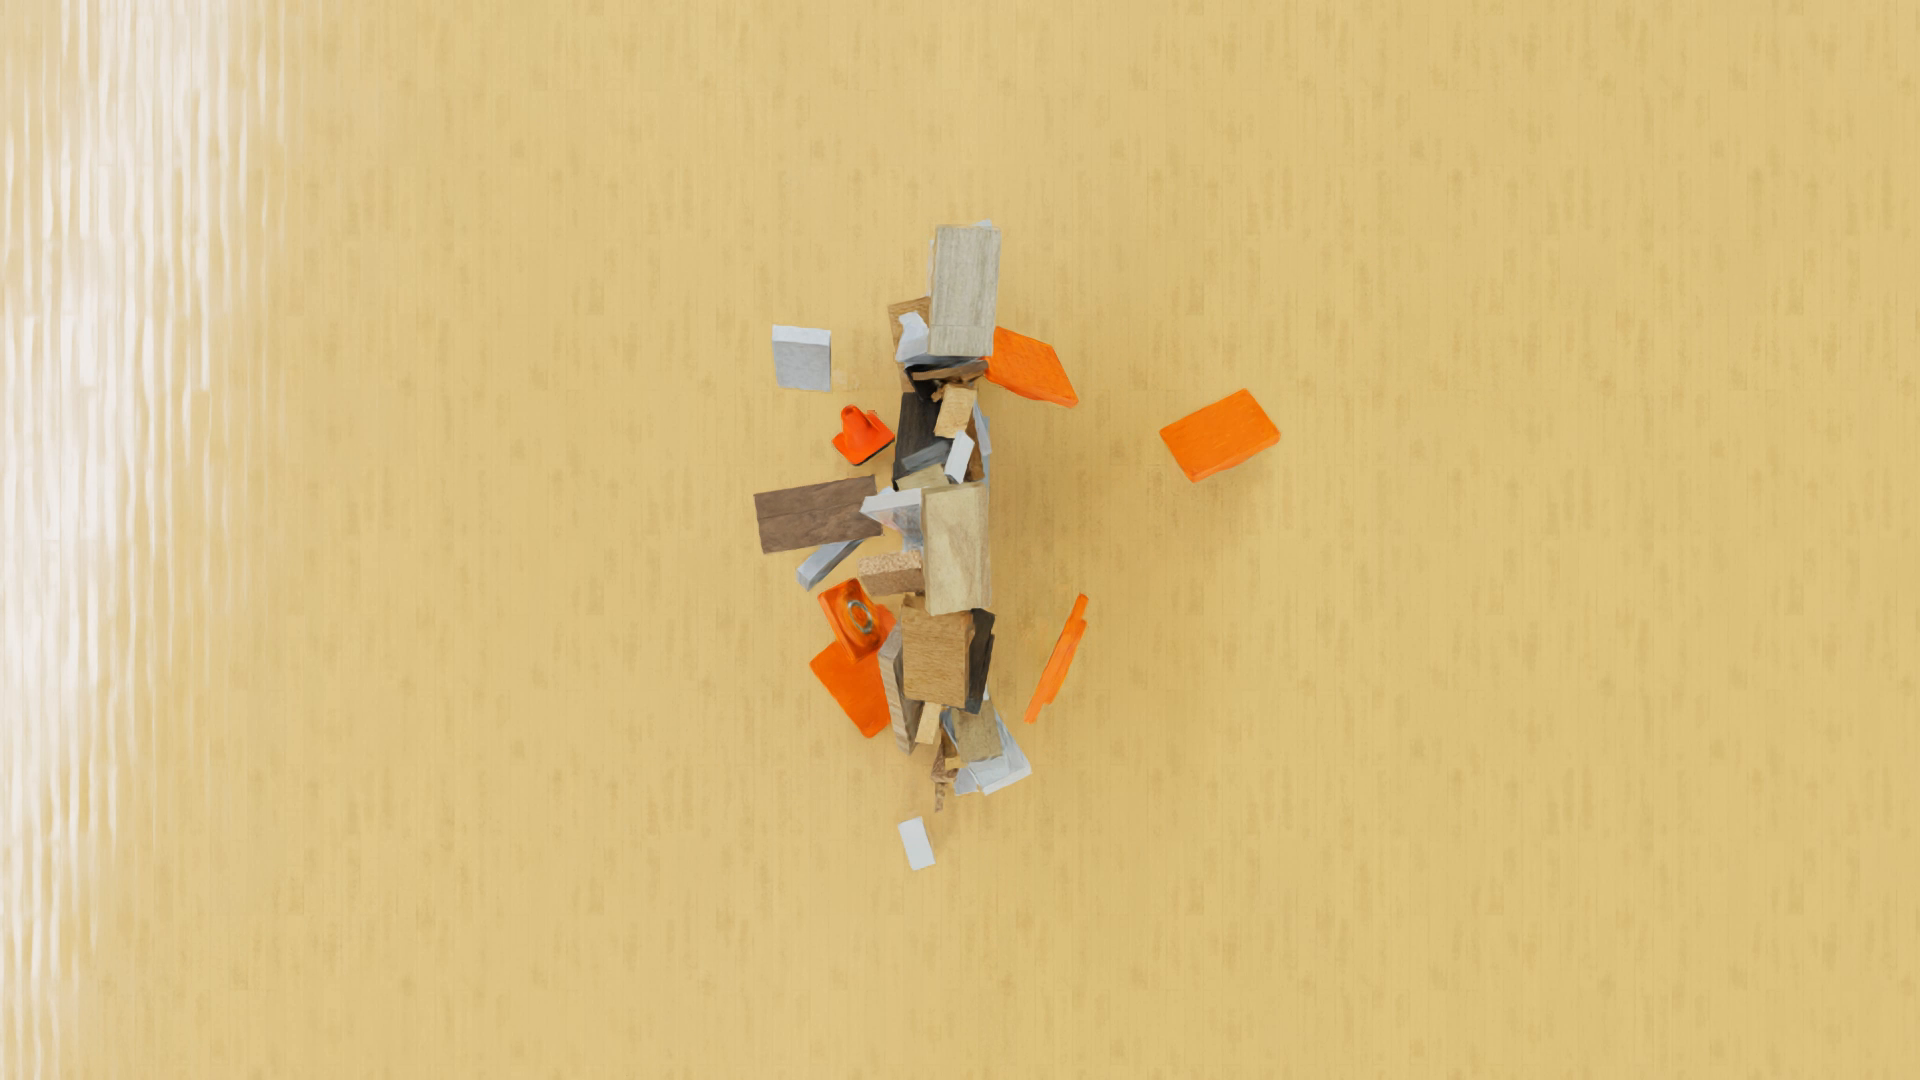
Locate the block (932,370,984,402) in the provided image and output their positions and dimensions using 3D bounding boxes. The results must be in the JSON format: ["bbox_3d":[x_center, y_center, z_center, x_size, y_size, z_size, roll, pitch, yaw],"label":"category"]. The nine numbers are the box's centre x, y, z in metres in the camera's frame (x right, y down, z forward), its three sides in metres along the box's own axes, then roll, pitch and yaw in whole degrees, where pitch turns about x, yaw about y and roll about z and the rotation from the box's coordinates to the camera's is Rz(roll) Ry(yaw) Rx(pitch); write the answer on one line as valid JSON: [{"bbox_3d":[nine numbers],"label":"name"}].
[{"bbox_3d":[-0.007,-0.431,4.575,0.080,0.160,0.023,-26,88,-35],"label":"block"}]

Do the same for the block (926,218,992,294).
[{"bbox_3d":[-0.004,-0.770,4.583,0.165,0.681,0.047,-21,90,-2],"label":"block"}]

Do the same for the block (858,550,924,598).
[{"bbox_3d":[-0.175,0.093,4.405,0.160,0.481,0.045,-8,81,0],"label":"block"}]

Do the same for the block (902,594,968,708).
[{"bbox_3d":[-0.064,0.296,4.345,0.167,0.047,0.333,9,131,11],"label":"block"}]

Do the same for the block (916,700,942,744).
[{"bbox_3d":[-0.077,0.451,4.812,0.049,0.343,0.171,14,105,-1],"label":"block"}]

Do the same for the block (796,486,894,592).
[{"bbox_3d":[-0.317,-0.003,4.676,0.352,0.164,0.047,-43,84,-13],"label":"block"}]

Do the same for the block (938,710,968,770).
[{"bbox_3d":[0.018,0.611,5.346,0.163,0.327,0.046,-7,123,-2],"label":"block"}]

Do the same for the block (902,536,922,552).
[{"bbox_3d":[-0.109,-0.020,4.764,0.104,0.029,0.208,-14,48,24],"label":"block"}]

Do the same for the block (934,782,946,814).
[{"bbox_3d":[-0.064,0.813,5.389,0.023,0.159,0.080,2,46,-6],"label":"block"}]

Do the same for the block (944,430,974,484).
[{"bbox_3d":[-0.002,-0.216,4.319,0.018,0.064,0.128,3,66,34],"label":"block"}]

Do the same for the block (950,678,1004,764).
[{"bbox_3d":[0.043,0.554,5.126,0.132,0.037,0.264,-12,67,-1],"label":"block"}]

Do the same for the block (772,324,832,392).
[{"bbox_3d":[-0.482,-0.554,5.061,0.170,0.396,0.048,5,75,-2],"label":"block"}]

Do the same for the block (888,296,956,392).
[{"bbox_3d":[-0.098,-0.536,4.789,0.170,0.048,0.339,-12,74,6],"label":"block"}]

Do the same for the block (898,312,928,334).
[{"bbox_3d":[-0.126,-0.610,4.741,0.057,0.016,0.113,-18,55,-22],"label":"block"}]

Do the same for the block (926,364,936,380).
[{"bbox_3d":[-0.091,-0.500,4.720,0.057,0.016,0.113,-32,47,0],"label":"block"}]

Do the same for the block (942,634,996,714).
[{"bbox_3d":[-0.006,0.355,4.661,0.171,0.343,0.049,15,120,-1],"label":"block"}]

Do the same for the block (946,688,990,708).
[{"bbox_3d":[0.001,0.376,5.102,0.132,0.037,0.264,-10,93,2],"label":"block"}]

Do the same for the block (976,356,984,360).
[{"bbox_3d":[-0.009,-0.587,5.343,0.151,0.302,0.043,0,90,5],"label":"block"}]

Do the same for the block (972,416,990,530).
[{"bbox_3d":[0.004,-0.205,5.122,0.176,0.050,0.352,0,90,0],"label":"block"}]

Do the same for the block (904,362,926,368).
[{"bbox_3d":[-0.134,-0.525,4.734,0.057,0.016,0.113,-21,51,10],"label":"block"}]

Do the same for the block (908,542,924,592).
[{"bbox_3d":[-0.068,0.104,4.663,0.104,0.029,0.208,-12,107,9],"label":"block"}]

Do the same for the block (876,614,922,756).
[{"bbox_3d":[-0.156,0.446,5.044,0.049,0.921,0.171,26,70,13],"label":"block"}]

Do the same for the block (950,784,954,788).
[{"bbox_3d":[0.001,0.775,5.433,0.073,0.147,0.021,-1,57,0],"label":"block"}]

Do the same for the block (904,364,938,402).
[{"bbox_3d":[-0.107,-0.445,4.654,0.057,0.016,0.113,-21,68,-20],"label":"block"}]

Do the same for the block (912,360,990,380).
[{"bbox_3d":[-0.030,-0.458,4.461,0.080,0.406,0.023,-17,99,-18],"label":"block"}]

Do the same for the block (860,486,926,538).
[{"bbox_3d":[-0.112,-0.070,4.262,0.160,0.320,0.045,27,73,-27],"label":"block"}]

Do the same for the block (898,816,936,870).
[{"bbox_3d":[-0.142,0.997,5.426,0.080,0.023,0.159,-18,87,6],"label":"block"}]

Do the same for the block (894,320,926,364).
[{"bbox_3d":[-0.141,-0.560,4.681,0.057,0.016,0.113,14,100,-23],"label":"block"}]

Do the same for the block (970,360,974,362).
[{"bbox_3d":[-0.029,-0.689,5.171,0.151,0.043,0.302,2,90,4],"label":"block"}]

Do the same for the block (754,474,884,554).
[{"bbox_3d":[-0.381,-0.069,4.470,0.329,0.047,0.164,-9,88,1],"label":"block"}]

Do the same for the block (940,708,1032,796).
[{"bbox_3d":[0.077,0.637,5.169,0.163,0.046,0.327,-24,48,-12],"label":"block"}]

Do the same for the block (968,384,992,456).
[{"bbox_3d":[-0.018,-0.354,4.932,0.170,0.339,0.048,-12,59,6],"label":"block"}]

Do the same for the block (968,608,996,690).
[{"bbox_3d":[-0.016,0.292,4.635,0.167,0.408,0.047,22,117,1],"label":"block"}]

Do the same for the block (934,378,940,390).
[{"bbox_3d":[-0.087,-0.454,4.705,0.057,0.016,0.113,-11,46,5],"label":"block"}]

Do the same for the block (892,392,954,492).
[{"bbox_3d":[-0.091,-0.278,4.605,0.164,0.047,0.329,-2,52,8],"label":"block"}]

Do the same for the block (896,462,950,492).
[{"bbox_3d":[-0.098,-0.151,4.358,0.128,0.018,0.064,-22,105,6],"label":"block"}]

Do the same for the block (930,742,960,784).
[{"bbox_3d":[-0.035,0.698,5.291,0.080,0.210,0.023,0,125,14],"label":"block"}]

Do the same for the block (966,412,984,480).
[{"bbox_3d":[-0.024,-0.280,4.950,0.159,0.319,0.045,-10,57,2],"label":"block"}]

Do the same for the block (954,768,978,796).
[{"bbox_3d":[0.007,0.746,5.329,0.073,0.021,0.147,-12,72,-3],"label":"block"}]

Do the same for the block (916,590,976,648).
[{"bbox_3d":[-0.049,0.213,4.503,0.167,0.333,0.047,22,95,-4],"label":"block"}]

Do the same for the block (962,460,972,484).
[{"bbox_3d":[-0.032,-0.091,5.020,0.159,0.045,0.417,-5,128,4],"label":"block"}]

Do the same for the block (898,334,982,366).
[{"bbox_3d":[-0.044,-0.522,4.519,0.165,0.330,0.047,2,89,-18],"label":"block"}]

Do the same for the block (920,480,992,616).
[{"bbox_3d":[-0.010,0.021,4.110,0.160,0.045,0.320,-9,111,-18],"label":"block"}]

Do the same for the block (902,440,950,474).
[{"bbox_3d":[-0.085,-0.211,4.395,0.128,0.018,0.064,-25,69,-10],"label":"block"}]

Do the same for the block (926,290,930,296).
[{"bbox_3d":[-0.056,-0.702,4.939,0.098,0.028,0.195,10,88,4],"label":"block"}]

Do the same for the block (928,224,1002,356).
[{"bbox_3d":[0.010,-0.642,4.258,0.165,0.047,0.330,0,110,-11],"label":"block"}]

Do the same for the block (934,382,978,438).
[{"bbox_3d":[-0.013,-0.353,4.516,0.080,0.023,0.160,6,125,-15],"label":"block"}]

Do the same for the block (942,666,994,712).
[{"bbox_3d":[0.017,0.458,5.385,0.163,0.046,0.327,-6,55,0],"label":"block"}]

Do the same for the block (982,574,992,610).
[{"bbox_3d":[0.012,0.196,4.846,0.111,0.031,0.222,14,86,2],"label":"block"}]
